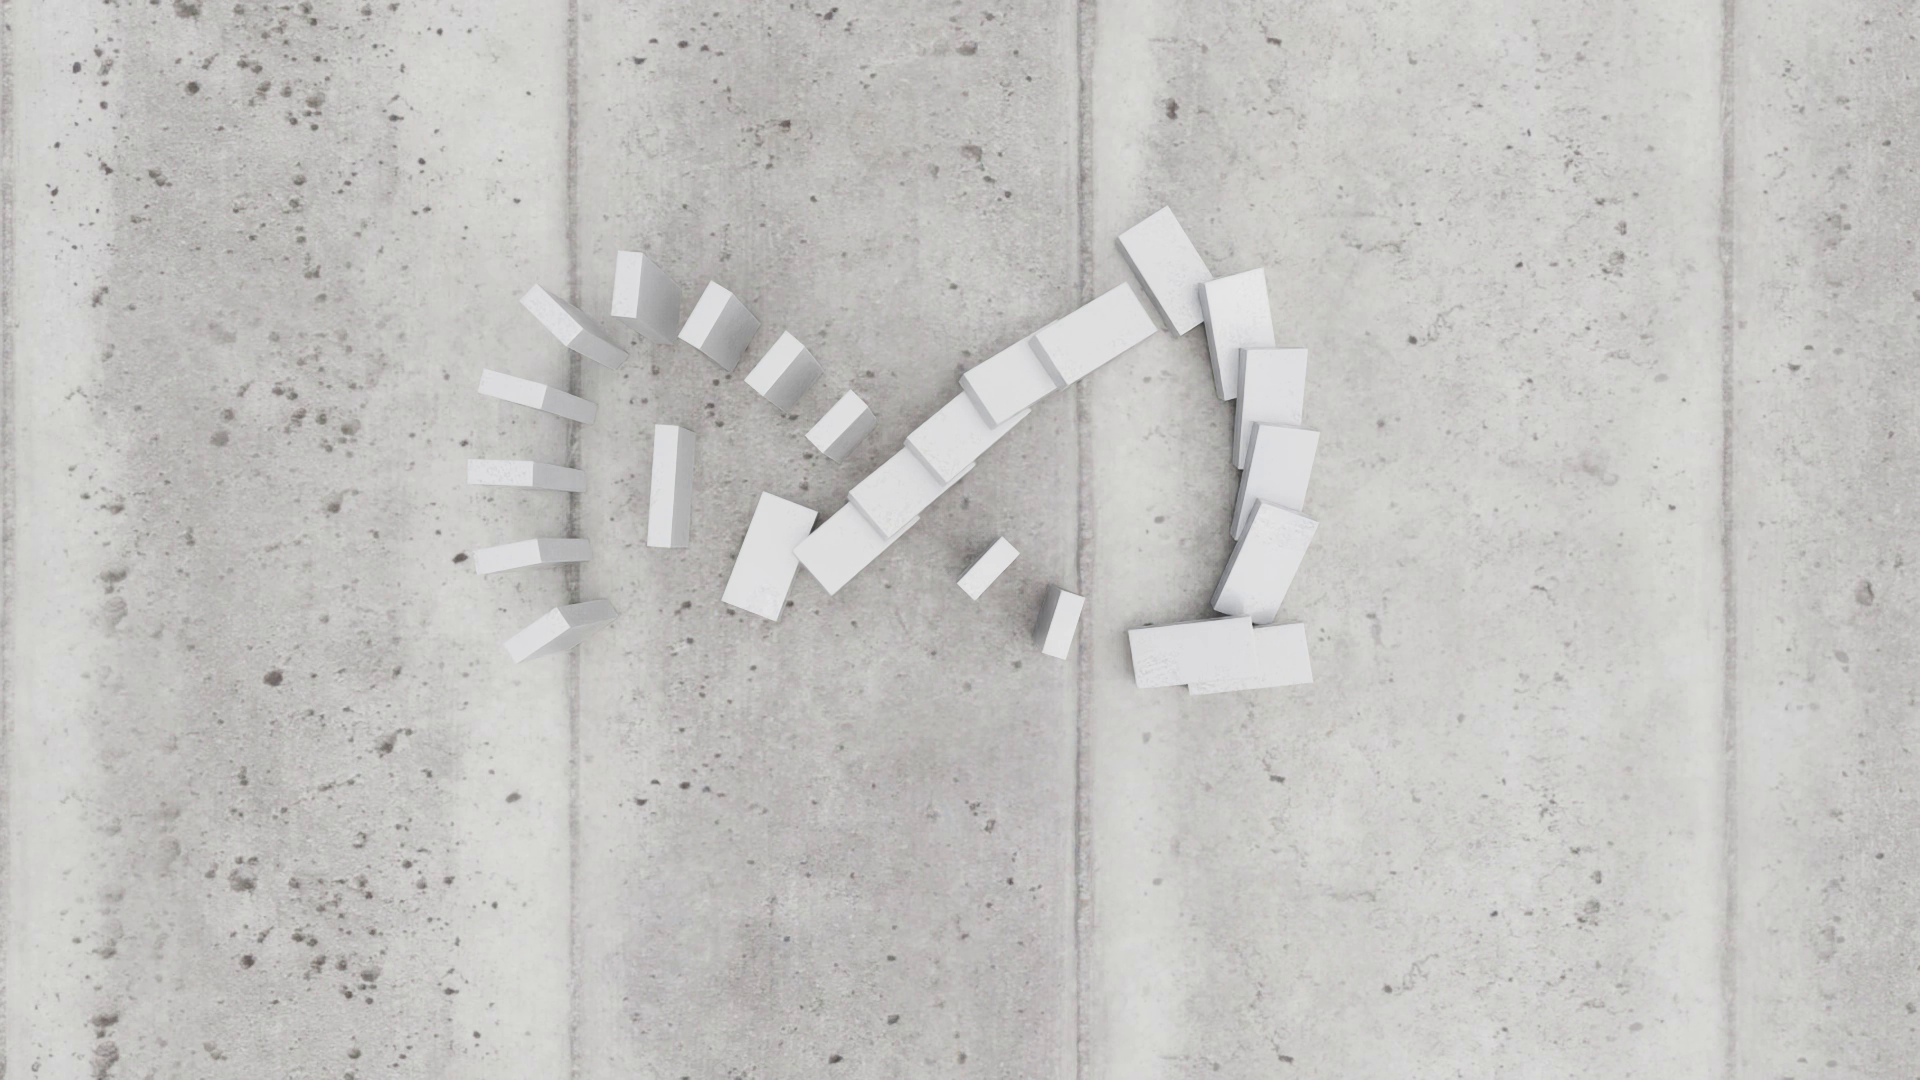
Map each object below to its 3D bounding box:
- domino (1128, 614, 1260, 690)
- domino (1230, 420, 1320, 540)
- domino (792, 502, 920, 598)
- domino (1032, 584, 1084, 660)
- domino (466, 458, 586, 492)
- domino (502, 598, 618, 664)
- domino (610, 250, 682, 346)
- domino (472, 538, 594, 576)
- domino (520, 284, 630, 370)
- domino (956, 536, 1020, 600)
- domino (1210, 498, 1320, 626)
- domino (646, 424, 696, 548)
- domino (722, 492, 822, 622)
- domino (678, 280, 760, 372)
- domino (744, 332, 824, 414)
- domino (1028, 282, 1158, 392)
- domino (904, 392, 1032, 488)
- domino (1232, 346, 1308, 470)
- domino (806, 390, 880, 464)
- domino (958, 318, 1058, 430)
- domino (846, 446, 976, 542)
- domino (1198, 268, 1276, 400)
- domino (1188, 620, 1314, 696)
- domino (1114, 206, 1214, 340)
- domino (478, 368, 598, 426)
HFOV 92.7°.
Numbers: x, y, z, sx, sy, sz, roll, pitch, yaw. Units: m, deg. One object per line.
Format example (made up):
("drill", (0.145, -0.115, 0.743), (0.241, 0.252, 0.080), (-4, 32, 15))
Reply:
("domino", (0.098, 0.047, 0.385), (0.050, 0.010, 0.025), (-9, 90, 16))
("domino", (0.133, -0.024, 0.388), (0.025, 0.009, 0.050), (7, 108, 0))
("domino", (-0.044, -0.002, 0.390), (0.050, 0.009, 0.025), (-42, 90, -13))
("domino", (0.040, 0.033, 0.375), (0.010, 0.050, 0.025), (18, 90, 0))
("domino", (-0.176, -0.026, 0.375), (0.025, 0.050, 0.010), (2, 90, 0))
("domino", (-0.162, 0.037, 0.375), (0.025, 0.050, 0.010), (-34, 90, 0))
("domino", (-0.127, -0.098, 0.375), (0.010, 0.050, 0.025), (6, 90, 0))
("domino", (-0.173, 0.006, 0.375), (0.025, 0.050, 0.010), (-11, 90, 0))
("domino", (-0.156, -0.086, 0.375), (0.025, 0.050, 0.010), (44, 90, 0))
("domino", (0.011, 0.011, 0.375), (0.009, 0.050, 0.025), (44, 90, 0))
("domino", (0.128, 0.010, 0.388), (0.025, 0.009, 0.050), (19, 108, 0))
("domino", (-0.122, -0.022, 0.388), (0.009, 0.025, 0.050), (4, 90, 0))
("domino", (-0.081, 0.007, 0.395), (0.025, 0.010, 0.050), (21, 90, 0))
("domino", (-0.097, -0.086, 0.375), (0.009, 0.050, 0.025), (30, 90, 0))
("domino", (-0.071, -0.068, 0.375), (0.009, 0.050, 0.025), (40, 90, 0))
("domino", (0.056, -0.086, 0.388), (0.050, 0.009, 0.025), (-33, 90, -17))
("domino", (0.003, -0.048, 0.388), (0.050, 0.009, 0.025), (-41, 90, -17))
("domino", (0.131, -0.056, 0.388), (0.025, 0.009, 0.050), (-1, 108, 0))
("domino", (-0.047, -0.045, 0.375), (0.009, 0.050, 0.025), (45, 90, 0))
("domino", (0.027, -0.070, 0.388), (0.050, 0.010, 0.025), (-33, 89, -17))
("domino", (-0.020, -0.025, 0.388), (0.050, 0.010, 0.025), (-41, 90, -17))
("domino", (0.119, -0.087, 0.388), (0.025, 0.010, 0.050), (-15, 106, 0))
("domino", (0.121, 0.050, 0.389), (0.050, 0.010, 0.025), (-9, 90, 16))
("domino", (0.091, -0.115, 0.395), (0.025, 0.009, 0.050), (-32, 90, 0))
("domino", (-0.171, -0.058, 0.375), (0.025, 0.050, 0.009), (15, 90, 0))
